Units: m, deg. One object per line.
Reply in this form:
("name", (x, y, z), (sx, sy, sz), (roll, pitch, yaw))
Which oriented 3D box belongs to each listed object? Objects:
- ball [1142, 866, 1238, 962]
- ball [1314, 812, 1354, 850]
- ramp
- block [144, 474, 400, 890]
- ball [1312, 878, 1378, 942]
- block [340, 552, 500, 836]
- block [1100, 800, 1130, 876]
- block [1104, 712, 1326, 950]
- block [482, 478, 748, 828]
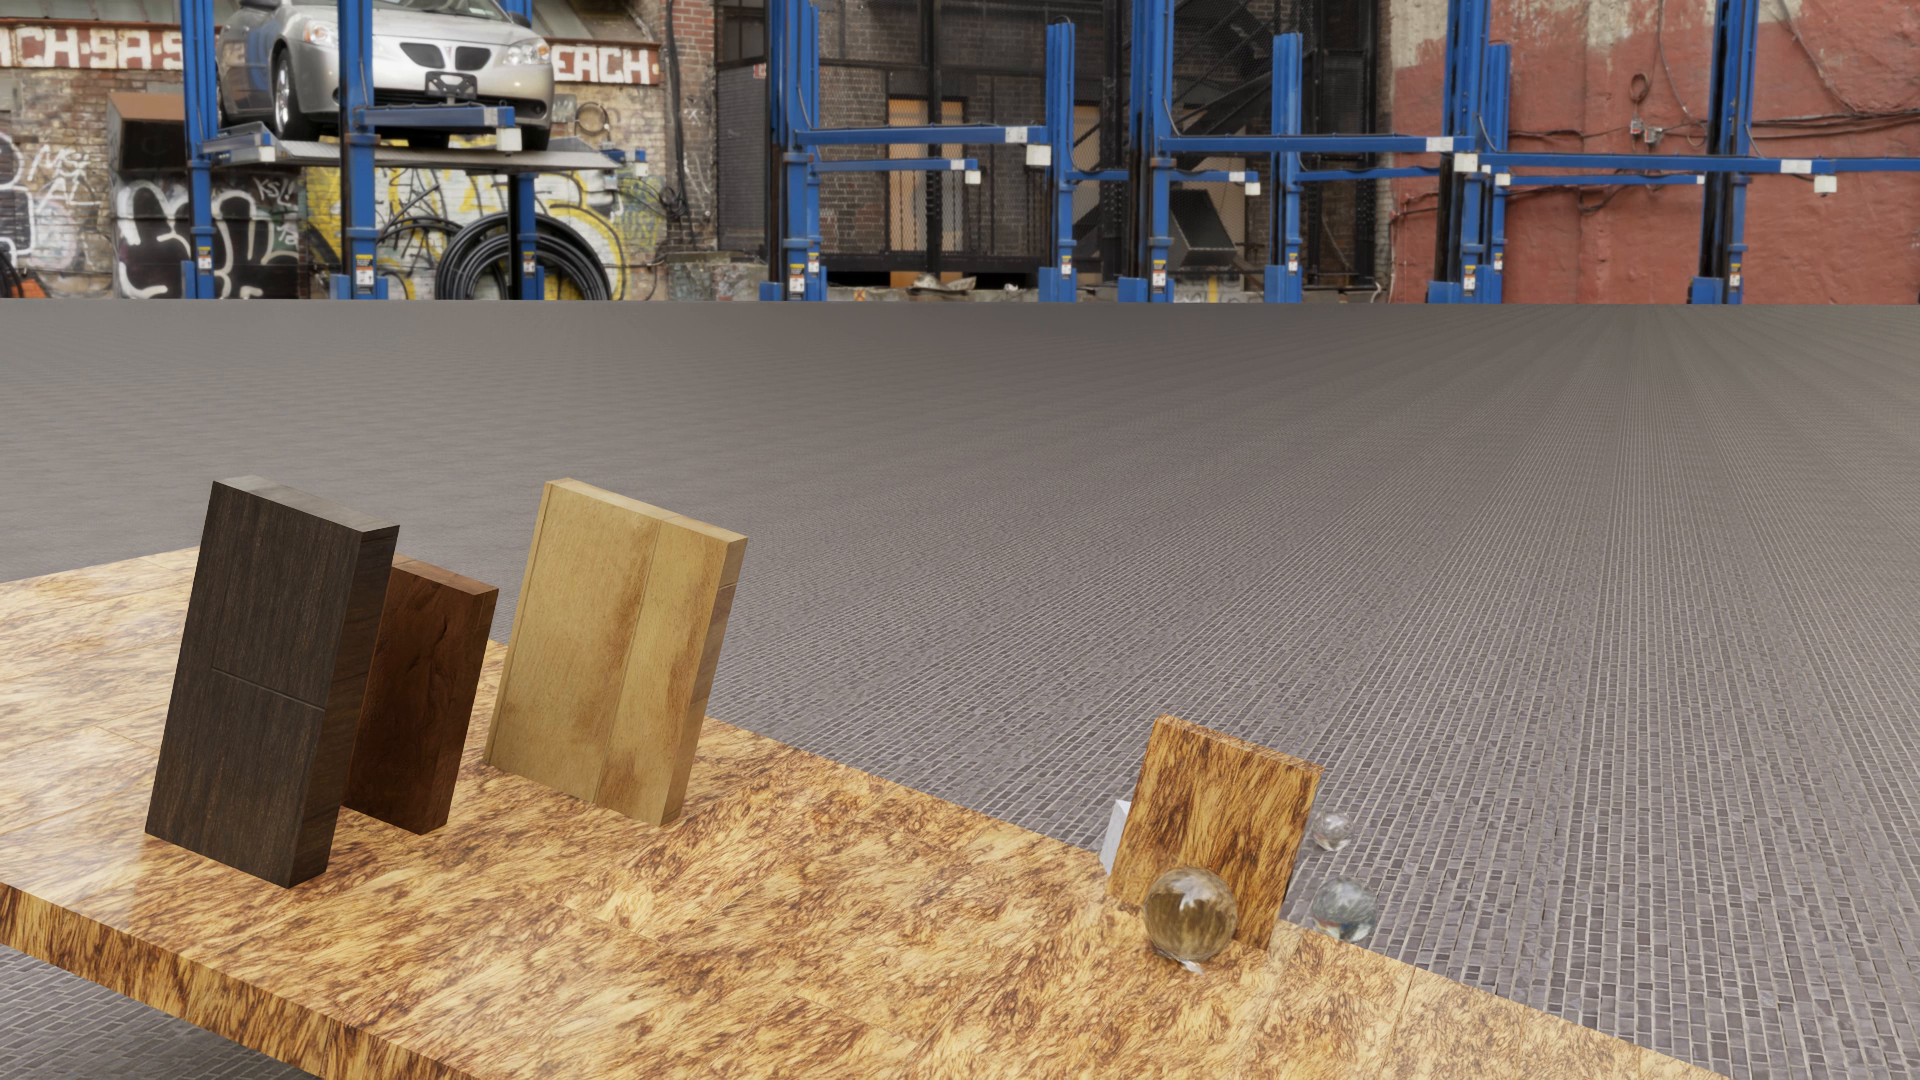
("ball", (0.476, 0.772, 4.547), (0.195, 0.195, 0.195), (0, 7, 0))
("ball", (1.201, 0.936, 7.077), (0.127, 0.127, 0.127), (0, 7, 0))
("ramp", (-0.384, 0.760, 4.245), (4.000, 0.100, 2.000), (18, 11, 14))
("block", (-1.191, 0.243, 3.800), (0.297, 0.645, 0.115), (18, 11, 14))
("ball", (1.067, 1.027, 6.101), (0.181, 0.181, 0.181), (0, 7, 0))
("block", (-1.089, 0.278, 4.187), (0.316, 0.482, 0.094), (18, 11, 14))
("block", (0.419, 0.695, 4.980), (0.147, 0.147, 0.147), (13, 11, -12))
("block", (0.553, 0.633, 4.783), (0.371, 0.408, 0.085), (18, 11, 14))
("block", (-0.718, 0.230, 4.557), (0.420, 0.617, 0.101), (18, 11, 14))
